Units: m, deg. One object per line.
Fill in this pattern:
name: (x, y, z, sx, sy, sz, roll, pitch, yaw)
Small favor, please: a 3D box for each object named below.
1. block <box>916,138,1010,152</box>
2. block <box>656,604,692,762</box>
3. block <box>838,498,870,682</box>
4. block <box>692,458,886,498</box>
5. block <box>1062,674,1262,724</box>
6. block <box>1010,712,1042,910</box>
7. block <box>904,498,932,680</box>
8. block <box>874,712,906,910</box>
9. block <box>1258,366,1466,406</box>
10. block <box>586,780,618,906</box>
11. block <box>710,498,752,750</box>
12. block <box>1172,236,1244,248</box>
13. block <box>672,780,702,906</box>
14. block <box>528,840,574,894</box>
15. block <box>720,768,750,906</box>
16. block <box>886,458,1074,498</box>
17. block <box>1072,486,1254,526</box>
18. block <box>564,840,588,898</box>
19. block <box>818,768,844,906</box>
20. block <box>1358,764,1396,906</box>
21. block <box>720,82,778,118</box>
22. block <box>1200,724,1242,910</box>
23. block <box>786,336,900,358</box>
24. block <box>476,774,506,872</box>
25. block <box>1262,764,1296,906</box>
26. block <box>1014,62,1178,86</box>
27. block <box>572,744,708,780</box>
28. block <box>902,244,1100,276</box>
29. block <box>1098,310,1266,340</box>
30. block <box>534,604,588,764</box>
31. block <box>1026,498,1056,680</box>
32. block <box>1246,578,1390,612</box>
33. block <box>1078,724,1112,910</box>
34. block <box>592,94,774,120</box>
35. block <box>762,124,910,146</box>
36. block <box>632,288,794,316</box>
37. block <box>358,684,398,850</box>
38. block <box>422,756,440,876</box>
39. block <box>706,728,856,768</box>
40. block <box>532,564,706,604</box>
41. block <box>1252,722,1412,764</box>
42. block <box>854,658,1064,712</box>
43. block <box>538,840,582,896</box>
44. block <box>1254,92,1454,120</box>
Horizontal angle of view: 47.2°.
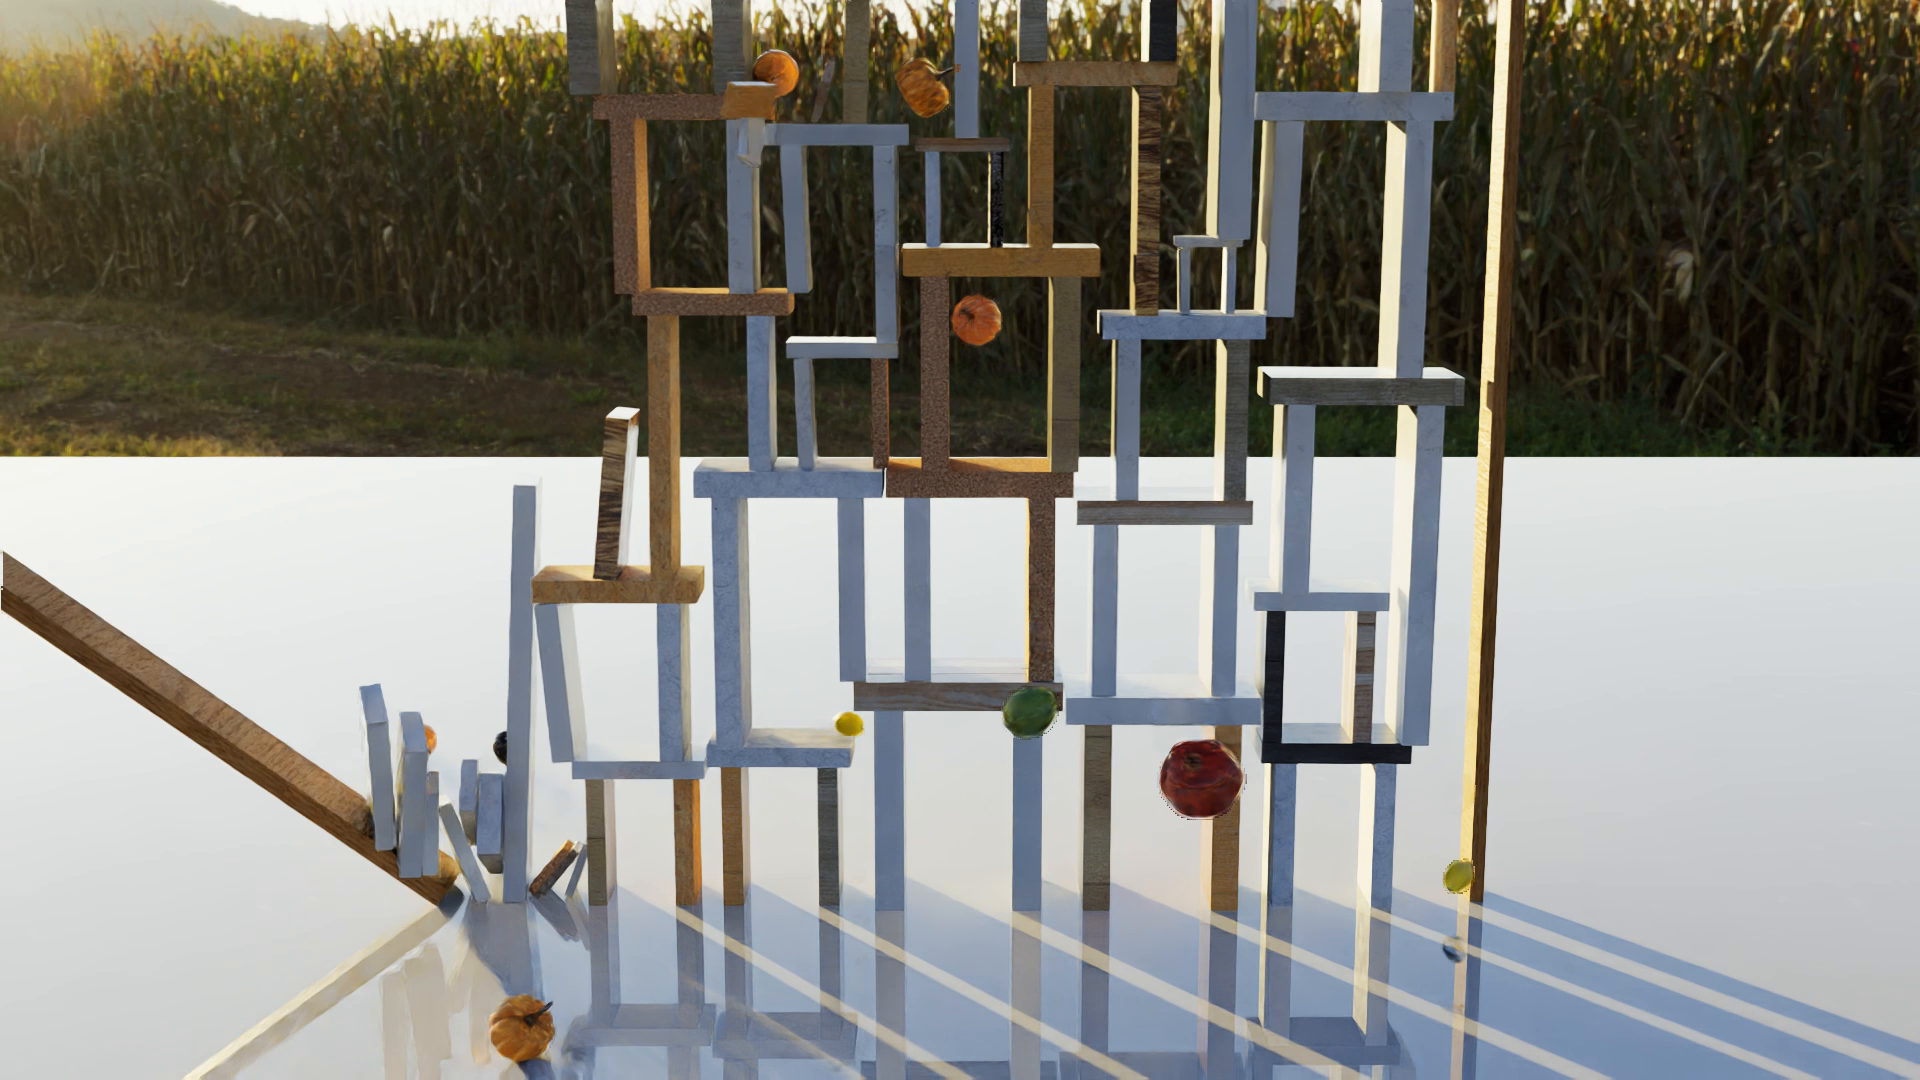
block: (0.004, -0.621, 3.452, 0.147, 0.021, 0.073, 0, 11, 1)
block: (-0.468, 0.219, 3.606, 0.037, 0.262, 0.131, 0, 11, 0)
block: (-0.172, 0.067, 3.570, 0.042, 0.298, 0.149, 0, 11, 0)
block: (-0.272, -0.100, 3.540, 0.298, 0.042, 0.149, 0, 11, 0)
block: (0.327, 0.261, 3.605, 0.313, 0.044, 0.157, 0, 11, 0)
block: (0.109, 0.424, 3.642, 0.048, 0.336, 0.168, 0, 11, 0)
block: (-0.068, 0.066, 3.577, 0.042, 0.297, 0.148, 0, 11, 0)
block: (-0.115, 0.424, 3.641, 0.048, 0.336, 0.168, 0, 11, 0)
block: (0.637, -0.246, 3.512, 0.303, 0.043, 0.152, 0, 11, 0)
block: (-0.595, 0.485, 3.646, 0.030, 0.215, 0.108, 0, 11, 0)
block: (-0.372, 0.123, 3.585, 0.042, 0.413, 0.149, 0, 11, 1)
block: (0.392, -0.472, 3.474, 0.105, 0.015, 0.053, 0, 11, 0)
block: (-0.452, 0.485, 3.646, 0.030, 0.215, 0.108, 0, 11, 0)
block: (-0.683, 0.547, 3.676, 0.014, 0.095, 0.048, 39, 8, -7)
block: (-0.372, 0.474, 3.650, 0.033, 0.235, 0.117, 0, 11, 0)
block: (0.031, -0.101, 3.547, 0.297, 0.042, 0.149, 0, 11, 0)
block: (0.325, -0.056, 3.552, 0.279, 0.040, 0.140, 0, 11, 0)
block: (-0.633, 0.543, 3.664, 0.014, 0.095, 0.048, 21, 10, -4)
block: (-0.214, 0.474, 3.648, 0.033, 0.235, 0.117, 0, 11, 1)
block: (0.691, 0.471, 3.645, 0.034, 0.243, 0.122, 0, 10, 0)
block: (-0.301, -0.628, 3.137, 0.014, 0.048, 0.096, 30, 24, 27)
block: (0.431, 0.437, 3.637, 0.044, 0.313, 0.157, 0, 11, 0)
block: (-0.186, -0.307, 3.502, 0.176, 0.025, 0.088, 0, 11, 0)
block: (-0.773, 0.474, 3.661, 0.037, 0.131, 0.261, 1, -15, -7)
block: (0.529, 0.471, 3.645, 0.034, 0.243, 0.121, 0, 11, 0)
block: (0.209, -0.725, 3.423, 0.248, 0.035, 0.124, 0, 10, 0)
block: (-0.523, 0.364, 3.624, 0.215, 0.030, 0.108, 0, 11, 0)
block: (0.064, -0.444, 3.478, 0.307, 0.043, 0.153, 0, 11, 0)
block: (0.350, -0.343, 3.495, 0.255, 0.036, 0.127, 0, 11, 0)
block: (-0.653, 0.220, 3.605, 0.037, 0.262, 0.131, -4, 11, 0)
block: (0.130, 0.066, 3.578, 0.042, 0.297, 0.148, 0, 11, 0)
block: (0.579, 0.088, 3.572, 0.218, 0.031, 0.109, 0, 11, 0)
block: (0.222, 0.437, 3.637, 0.044, 0.313, 0.157, 0, 11, 0)
block: (-0.429, -0.675, 3.431, 0.266, 0.038, 0.133, 0, 11, 0)
block: (-0.193, -0.635, 3.439, 0.227, 0.032, 0.113, 0, 11, 0)
block: (-0.389, -0.378, 3.489, 0.244, 0.035, 0.122, 0, 11, 0)
block: (-0.943, 0.368, 3.563, 0.034, 0.240, 0.120, -6, 28, -19)
block: (-0.863, 0.447, 3.568, 0.025, 0.174, 0.087, -1, 11, -20)
block: (-0.294, 0.342, 3.626, 0.235, 0.033, 0.117, 0, 11, 1)
block: (-0.553, 0.071, 3.578, 0.262, 0.037, 0.131, 0, 11, -1)
block: (0.610, 0.334, 3.620, 0.243, 0.034, 0.121, 0, 11, 0)
block: (-0.003, 0.236, 3.606, 0.336, 0.048, 0.168, 0, 11, 0)
block: (-0.666, 0.548, 3.672, 0.014, 0.095, 0.048, 39, 8, -6)
block: (0.604, -0.677, 3.432, 0.301, 0.043, 0.150, 0, 11, 0)
